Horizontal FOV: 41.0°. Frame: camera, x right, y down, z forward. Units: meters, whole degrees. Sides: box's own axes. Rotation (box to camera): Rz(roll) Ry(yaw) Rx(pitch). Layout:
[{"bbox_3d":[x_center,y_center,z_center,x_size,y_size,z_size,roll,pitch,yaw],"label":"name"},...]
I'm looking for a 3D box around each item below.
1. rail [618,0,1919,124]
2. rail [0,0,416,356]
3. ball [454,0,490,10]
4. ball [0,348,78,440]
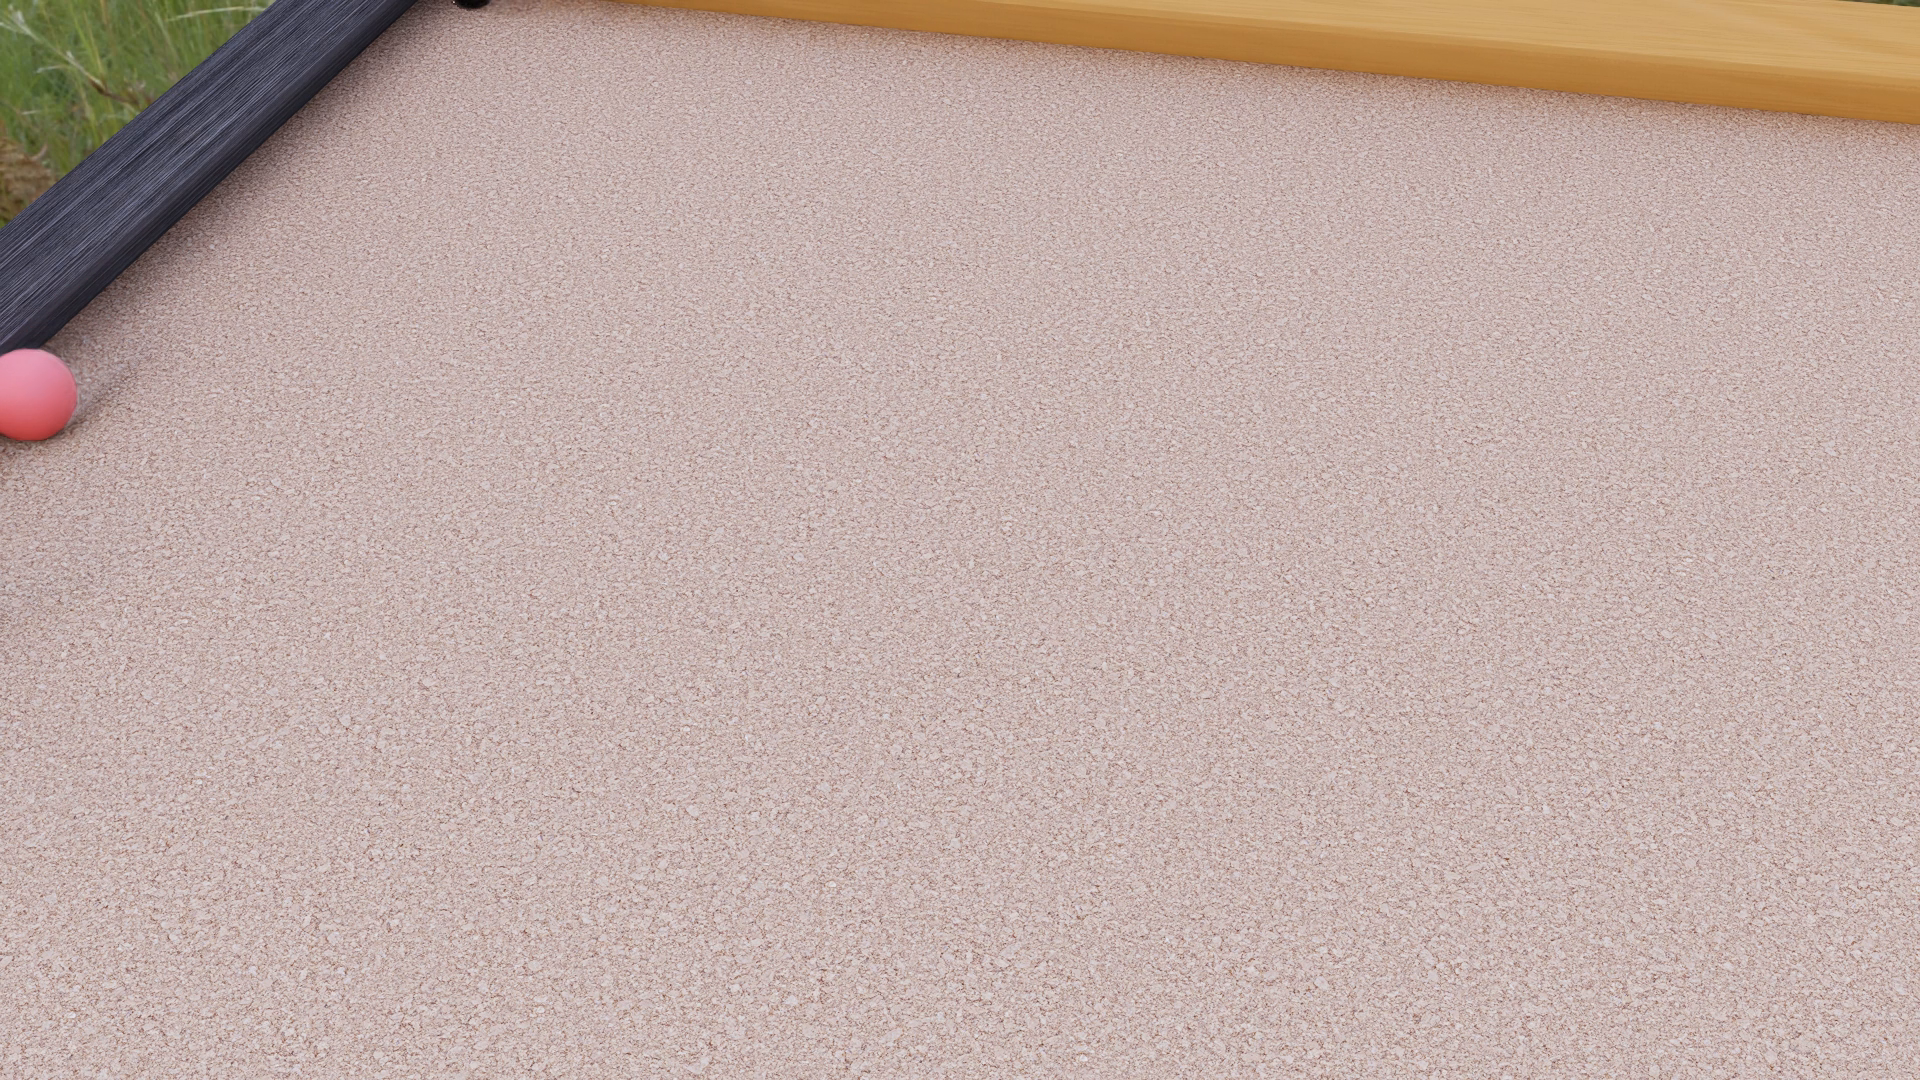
[{"bbox_3d":[1.120,-0.470,2.656,3.607,0.127,0.045,8,35,11],"label":"rail"},{"bbox_3d":[-0.854,-0.134,2.153,0.045,0.127,2.142,8,35,11],"label":"rail"},{"bbox_3d":[-0.568,-0.645,2.983,0.056,0.056,0.056,0,34,0],"label":"ball"},{"bbox_3d":[-0.792,-0.124,2.184,0.079,0.079,0.079,0,34,0],"label":"ball"}]
